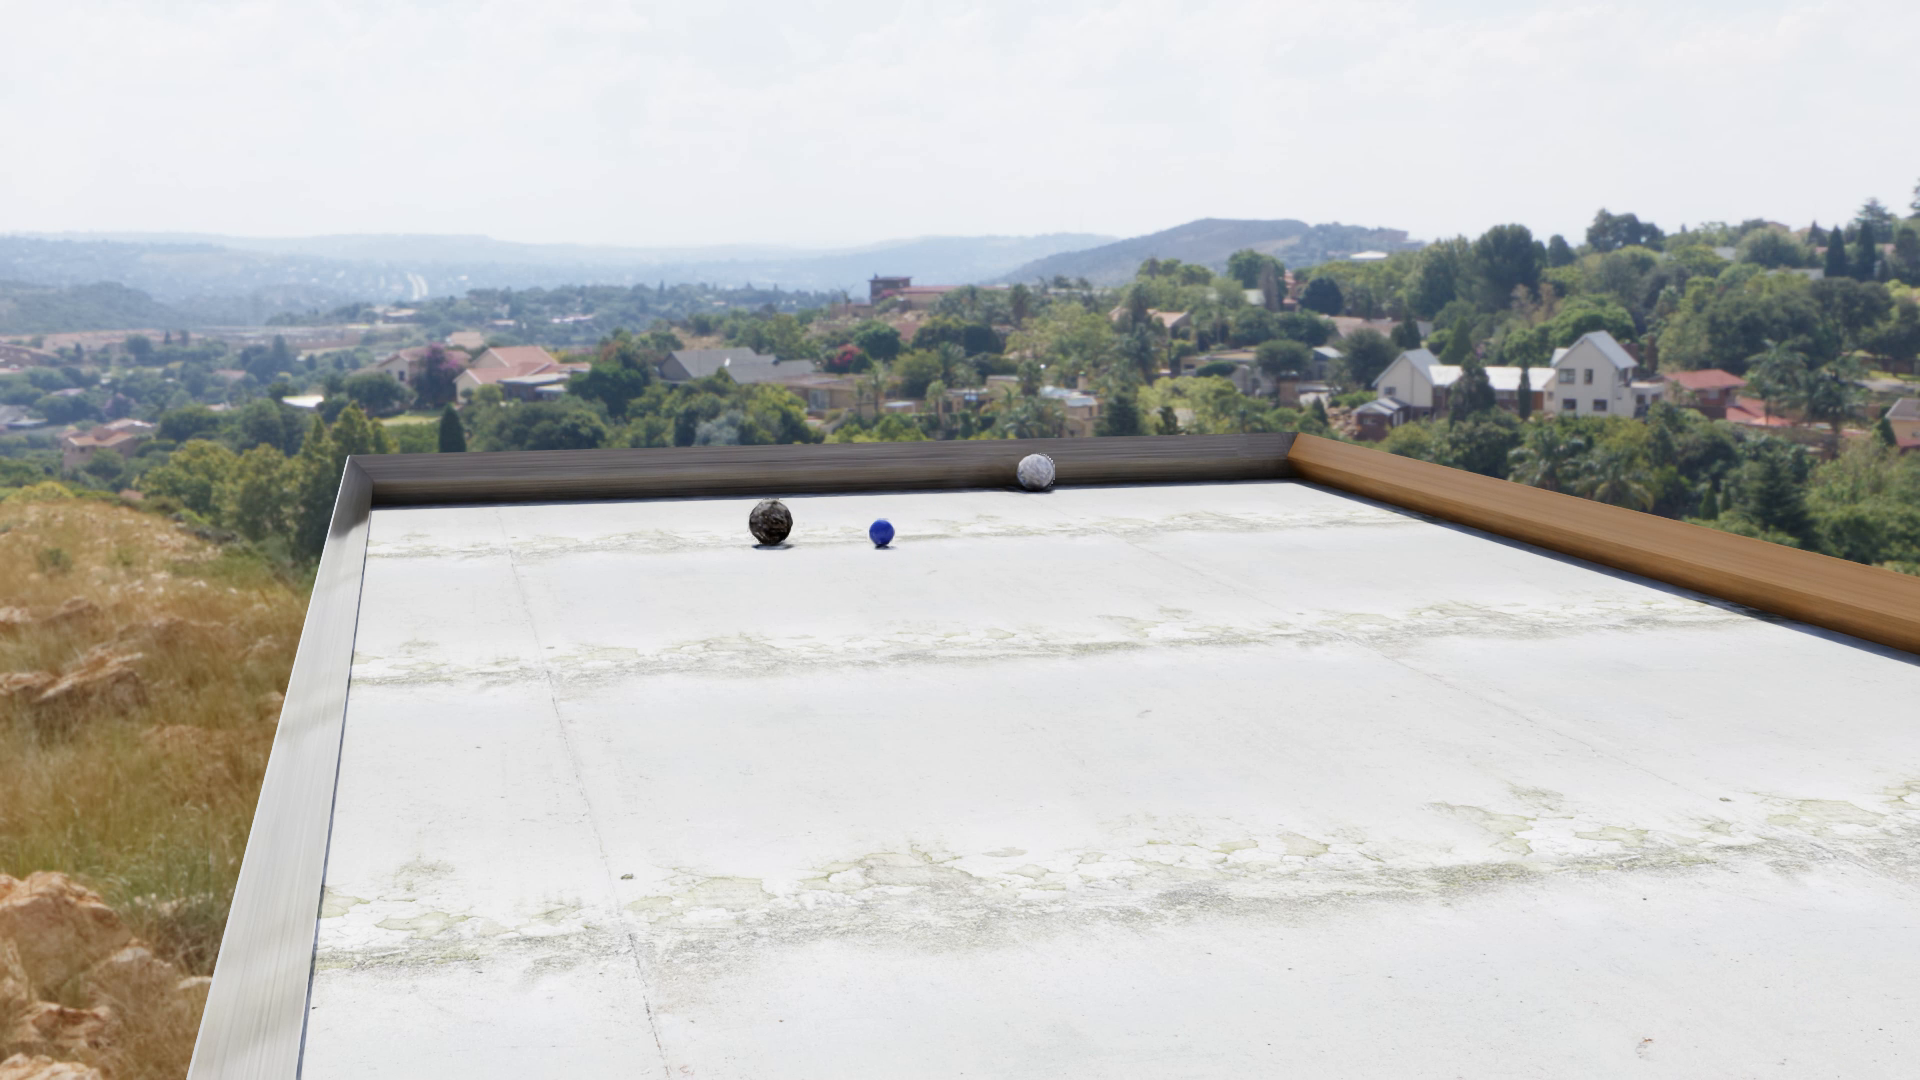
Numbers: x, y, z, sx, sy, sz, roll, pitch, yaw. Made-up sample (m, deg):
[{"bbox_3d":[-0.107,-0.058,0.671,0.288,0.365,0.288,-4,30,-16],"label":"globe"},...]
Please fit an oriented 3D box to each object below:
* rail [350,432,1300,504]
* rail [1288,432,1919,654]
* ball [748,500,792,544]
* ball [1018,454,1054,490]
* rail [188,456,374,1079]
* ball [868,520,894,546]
[{"bbox_3d":[-0.214,-0.141,4.315,1.903,0.094,0.045,-2,8,-14],"label":"rail"},{"bbox_3d":[1.120,0.075,2.812,0.045,0.094,3.638,-2,8,-14],"label":"rail"},{"bbox_3d":[-0.312,-0.029,3.620,0.072,0.072,0.072,0,8,0],"label":"ball"},{"bbox_3d":[0.149,-0.134,4.347,0.071,0.071,0.071,0,8,0],"label":"ball"},{"bbox_3d":[-0.681,0.139,2.369,0.045,0.094,3.638,-2,8,-14],"label":"rail"},{"bbox_3d":[-0.129,-0.012,3.602,0.044,0.044,0.044,0,8,0],"label":"ball"}]
